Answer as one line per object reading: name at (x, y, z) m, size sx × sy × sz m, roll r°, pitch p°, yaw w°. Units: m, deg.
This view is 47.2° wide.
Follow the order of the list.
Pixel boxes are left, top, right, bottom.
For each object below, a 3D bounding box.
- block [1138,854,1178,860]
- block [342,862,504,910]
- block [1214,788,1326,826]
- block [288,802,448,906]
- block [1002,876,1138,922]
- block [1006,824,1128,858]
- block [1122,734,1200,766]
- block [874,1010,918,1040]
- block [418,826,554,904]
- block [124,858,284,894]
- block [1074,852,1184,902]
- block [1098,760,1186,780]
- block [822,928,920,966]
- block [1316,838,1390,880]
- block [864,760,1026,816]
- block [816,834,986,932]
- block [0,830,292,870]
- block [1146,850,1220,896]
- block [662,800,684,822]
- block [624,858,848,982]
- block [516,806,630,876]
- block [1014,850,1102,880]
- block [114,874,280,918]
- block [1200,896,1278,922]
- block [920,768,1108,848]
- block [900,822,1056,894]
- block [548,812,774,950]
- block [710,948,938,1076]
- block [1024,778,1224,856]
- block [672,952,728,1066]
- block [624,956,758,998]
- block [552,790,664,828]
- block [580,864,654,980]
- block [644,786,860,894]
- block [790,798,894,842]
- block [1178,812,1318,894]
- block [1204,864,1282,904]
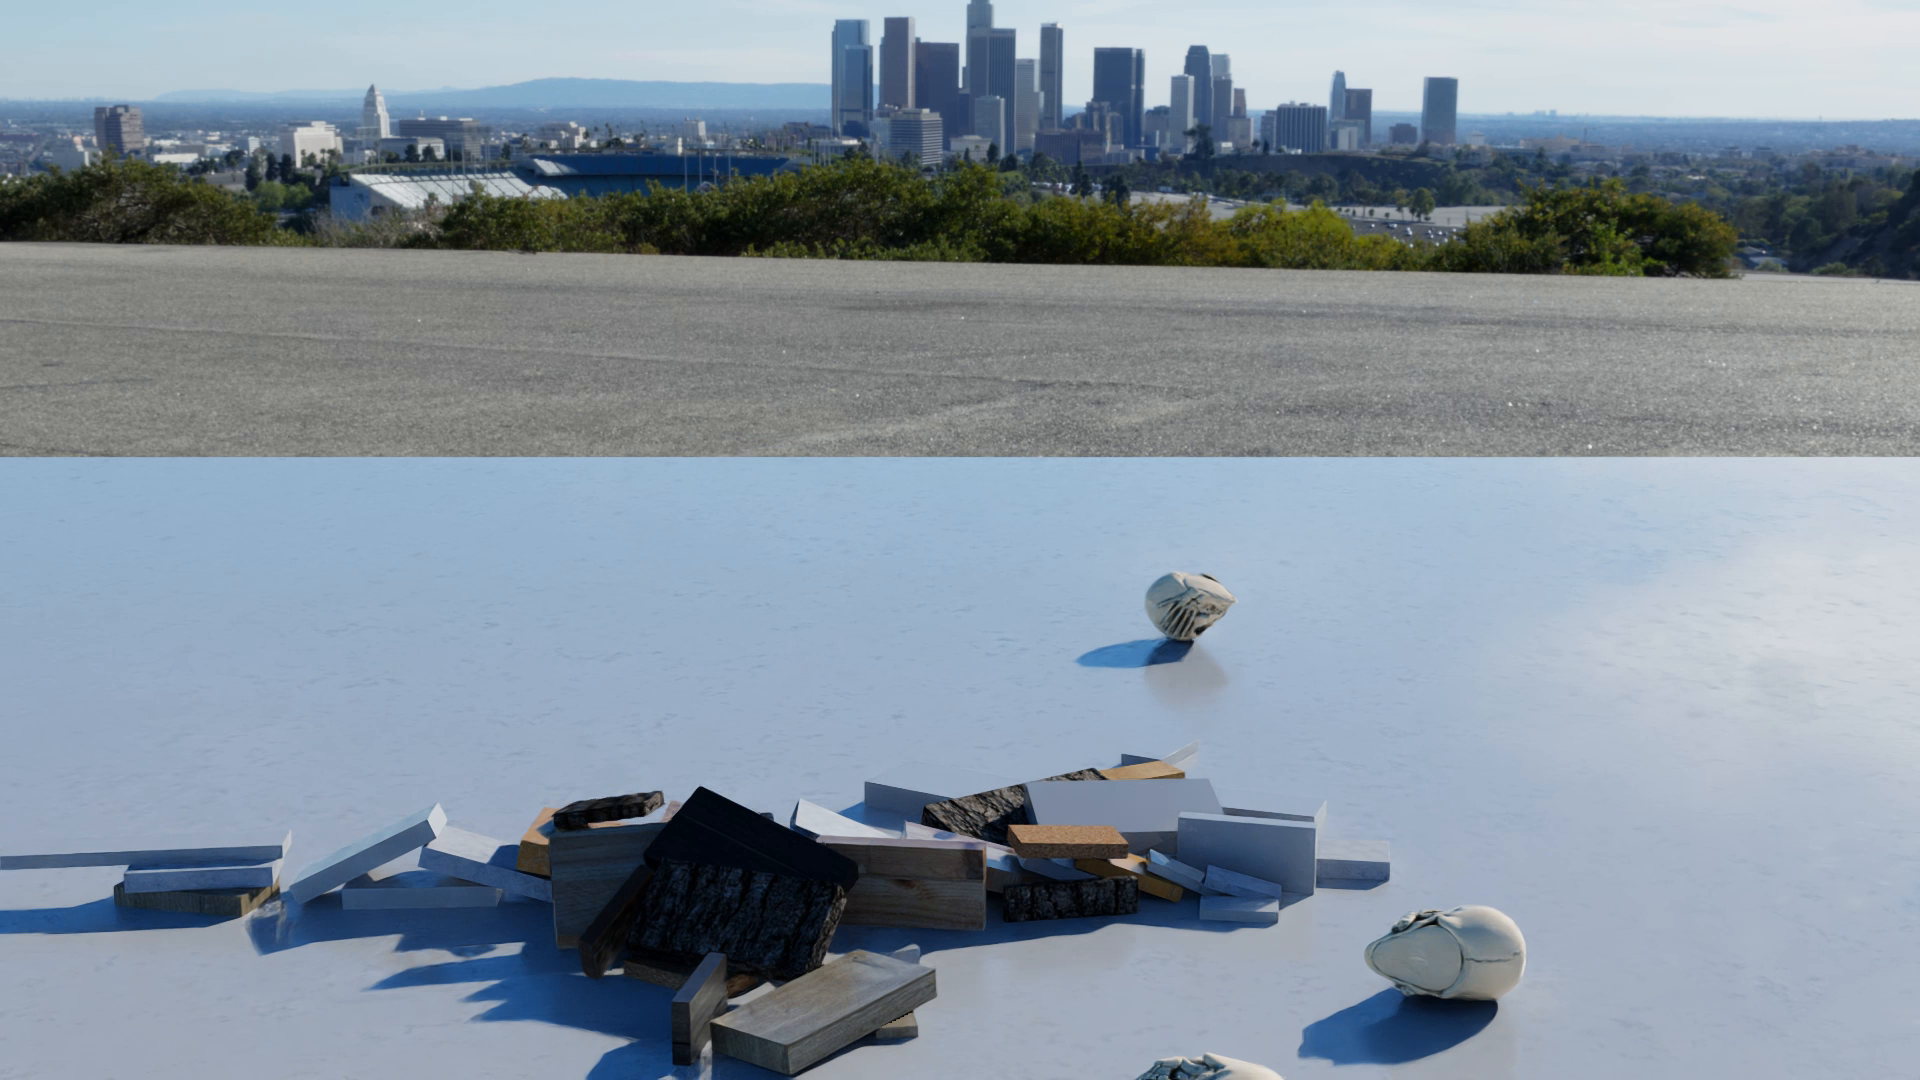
block at (0.395, 0.554, 3.791) m, size 0.177 × 0.025 × 0.089 m, roll 3°, pitch 11°, yaw 14°
block at (-0.888, 0.574, 3.658) m, size 0.249 × 0.035 × 0.125 m, roll -1°, pitch 11°, yaw -3°
block at (0.552, 0.499, 4.069) m, size 0.230 × 0.033 × 0.115 m, roll 4°, pitch 11°, yaw 20°
block at (-0.980, 0.519, 3.650) m, size 0.249 × 0.035 × 0.125 m, roll -26°, pitch 8°, yaw -2°
block at (0.179, 0.581, 3.557) m, size 0.220 × 0.059 × 0.017 m, roll -2°, pitch 11°, yaw -11°
block at (0.177, 0.498, 3.628) m, size 0.182 × 0.026 × 0.091 m, roll 2°, pitch 11°, yaw -13°
block at (0.407, 0.430, 4.460) m, size 0.089 × 0.025 × 0.177 m, roll 6°, pitch 12°, yaw 30°
block at (-0.097, 0.680, 3.139) m, size 0.059 × 0.017 × 0.118 m, roll -2°, pitch 11°, yaw -9°
block at (-0.760, 0.539, 3.652) m, size 0.249 × 0.035 × 0.125 m, roll 15°, pitch 9°, yaw -1°
block at (-1.250, 0.544, 3.644) m, size 0.233 × 0.033 × 0.117 m, roll -2°, pitch 11°, yaw -8°
block at (0.280, 0.548, 3.665) m, size 0.182 × 0.026 × 0.091 m, roll 19°, pitch 11°, yaw -1°
block at (0.339, 0.464, 4.277) m, size 0.177 × 0.025 × 0.089 m, roll -6°, pitch 12°, yaw -28°
block at (-0.163, 0.635, 3.357) m, size 0.183 × 0.026 × 0.091 m, roll -5°, pitch 12°, yaw -26°
block at (0.625, 0.548, 3.803) m, size 0.230 × 0.033 × 0.115 m, roll 2°, pitch 11°, yaw 9°
block at (0.005, 0.481, 4.127) m, size 0.332 × 0.047 × 0.166 m, roll 7°, pitch 12°, yaw 32°
block at (-0.095, 0.549, 3.519) m, size 0.271 × 0.135 × 0.038 m, roll 2°, pitch 11°, yaw 8°
block at (-1.353, 0.514, 3.651) m, size 0.457 × 0.023 × 0.083 m, roll -1°, pitch 11°, yaw -7°
block at (0.371, 0.557, 3.662) m, size 0.126 × 0.018 × 0.063 m, roll 24°, pitch 11°, yaw -1°
block at (-0.324, 0.524, 3.655) m, size 0.357 × 0.051 × 0.179 m, roll 14°, pitch 11°, yaw -1°
block at (-0.336, 0.569, 3.291) m, size 0.302 × 0.043 × 0.151 m, roll 4°, pitch 50°, yaw 23°
block at (-0.540, 0.530, 3.662) m, size 0.357 × 0.051 × 0.179 m, roll 11°, pitch 11°, yaw 0°
block at (0.184, 0.545, 3.656) m, size 0.182 × 0.026 × 0.091 m, roll 20°, pitch 9°, yaw -11°
block at (-1.262, 0.579, 3.639) m, size 0.233 × 0.033 × 0.117 m, roll 3°, pitch 11°, yaw 13°
block at (0.453, 0.599, 3.570) m, size 0.126 × 0.018 × 0.063 m, roll 1°, pitch 11°, yaw 8°
block at (0.136, 0.499, 3.900) m, size 0.388 × 0.047 × 0.166 m, roll -8°, pitch 31°, yaw -36°
block at (0.037, 0.538, 3.649) m, size 0.271 × 0.038 × 0.135 m, roll 15°, pitch 9°, yaw -6°
block at (-0.465, 0.539, 3.487) m, size 0.357 × 0.051 × 0.179 m, roll -3°, pitch 56°, yaw -13°
block at (-0.189, 0.661, 3.102) m, size 0.151 × 0.043 × 0.302 m, roll 5°, pitch 15°, yaw 40°
block at (0.289, 0.483, 3.838) m, size 0.332 × 0.047 × 0.166 m, roll 0°, pitch 26°, yaw -8°
block at (-0.363, 0.654, 3.074) m, size 0.026 × 0.091 × 0.183 m, roll 2°, pitch 11°, yaw 9°
block at (-0.405, 0.646, 3.297) m, size 0.183 × 0.026 × 0.091 m, roll 7°, pitch 13°, yaw 33°
block at (-0.586, 0.449, 3.670) m, size 0.166 × 0.023 × 0.083 m, roll -9°, pitch 5°, yaw 16°
block at (-0.515, 0.577, 3.326) m, size 0.023 × 0.083 × 0.166 m, roll 18°, pitch 43°, yaw 21°
block at (-0.326, 0.508, 3.431) m, size 0.302 × 0.043 × 0.151 m, roll 22°, pitch 52°, yaw 23°
block at (-0.152, 0.518, 3.649) m, size 0.271 × 0.038 × 0.135 m, roll 23°, pitch 10°, yaw -6°
block at (0.482, 0.526, 3.698) m, size 0.230 × 0.115 × 0.033 m, roll 3°, pitch 11°, yaw 15°
block at (0.468, 0.572, 3.637) m, size 0.126 × 0.018 × 0.063 m, roll 15°, pitch 12°, yaw 6°
